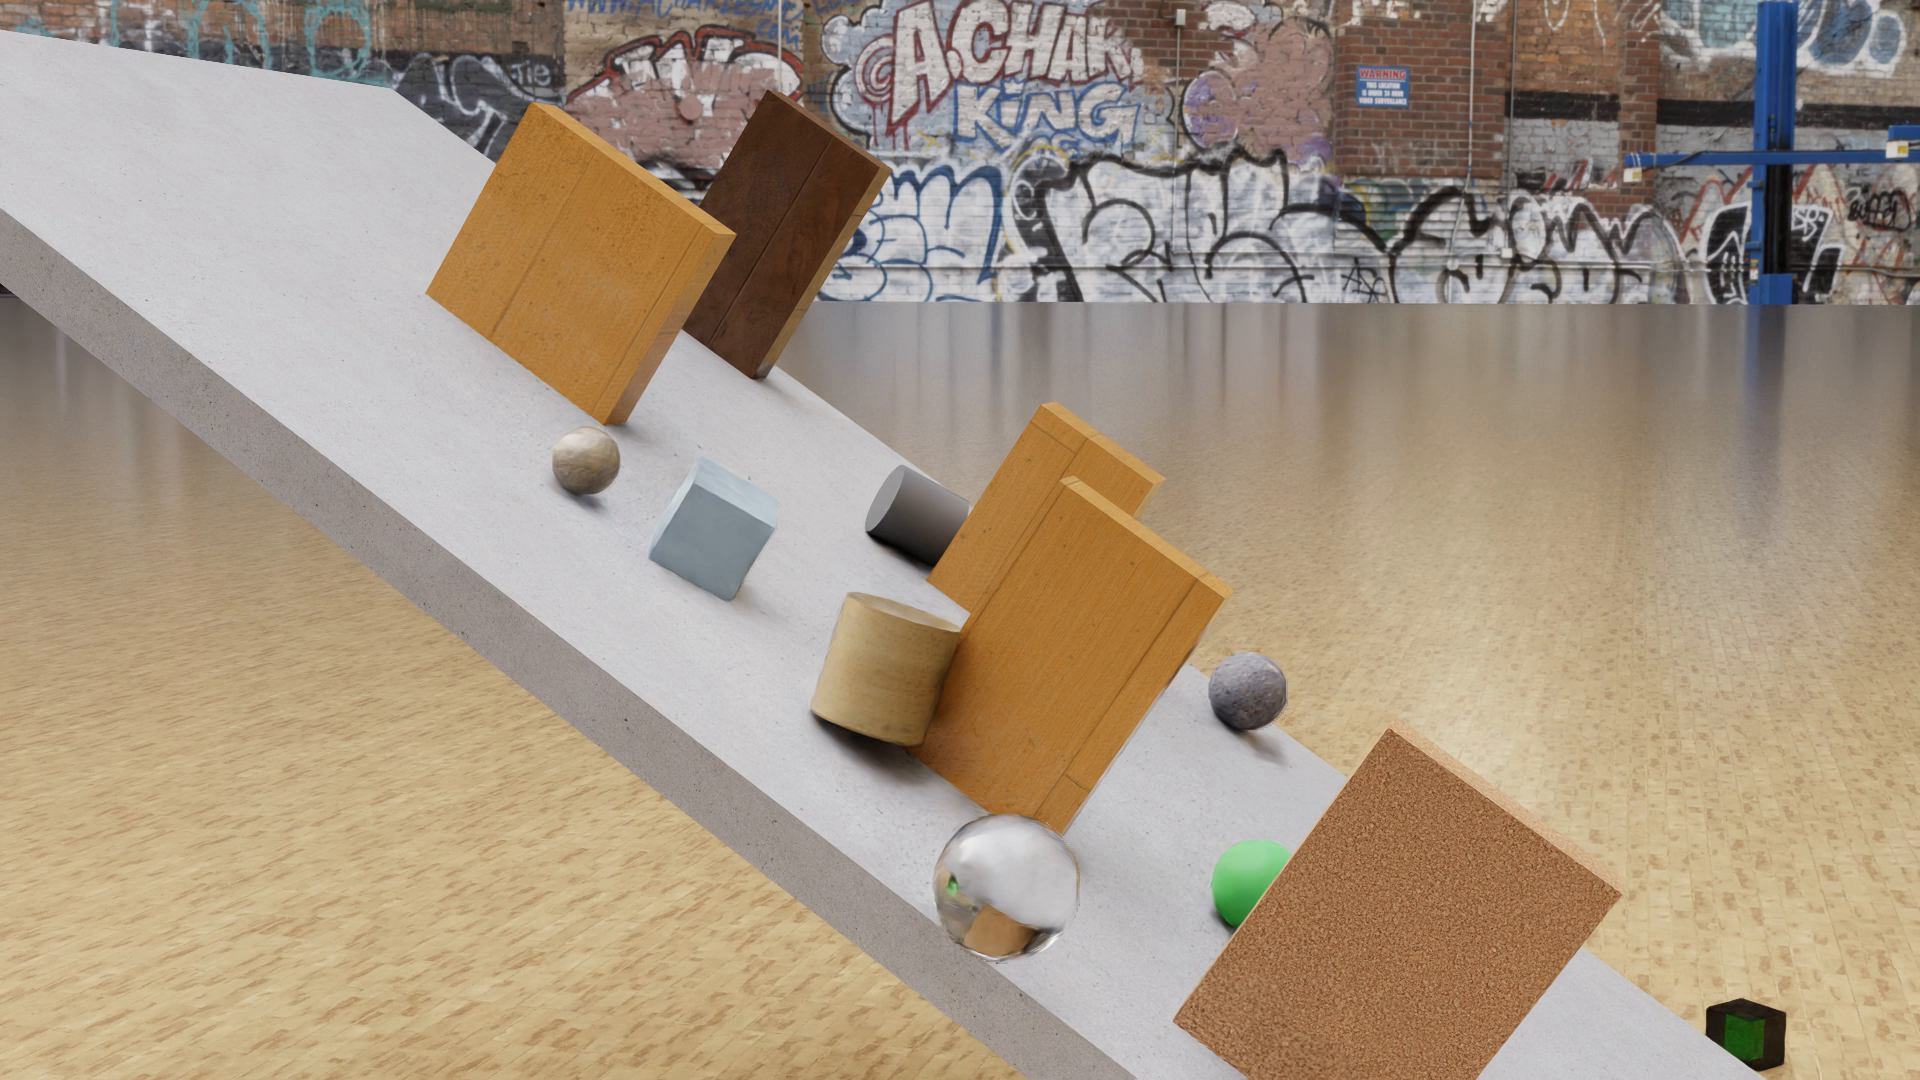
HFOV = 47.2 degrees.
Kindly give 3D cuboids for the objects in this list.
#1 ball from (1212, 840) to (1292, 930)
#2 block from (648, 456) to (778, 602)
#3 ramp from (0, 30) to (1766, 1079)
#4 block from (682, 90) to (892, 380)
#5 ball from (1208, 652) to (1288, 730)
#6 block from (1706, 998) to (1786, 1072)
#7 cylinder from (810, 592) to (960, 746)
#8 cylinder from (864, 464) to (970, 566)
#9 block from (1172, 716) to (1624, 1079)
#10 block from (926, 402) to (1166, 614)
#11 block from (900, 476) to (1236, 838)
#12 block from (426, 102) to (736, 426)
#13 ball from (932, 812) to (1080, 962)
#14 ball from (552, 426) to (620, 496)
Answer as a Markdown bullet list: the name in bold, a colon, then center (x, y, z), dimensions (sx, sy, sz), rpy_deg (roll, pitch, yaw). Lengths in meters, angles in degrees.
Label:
- **ball**: center (0.501, 0.581, 3.685), dimensions (0.159, 0.159, 0.159), rpy_deg (0, 7, 0)
- **block**: center (-0.414, -0.020, 3.705), dimensions (0.154, 0.154, 0.154), rpy_deg (30, 15, -12)
- **ramp**: center (-0.120, 0.204, 4.096), dimensions (4.000, 0.100, 2.000), rpy_deg (36, 15, 10)
- **block**: center (-0.435, -0.683, 4.944), dimensions (0.315, 0.559, 0.088), rpy_deg (36, 15, 10)
- **ball**: center (0.615, 0.322, 4.703), dimensions (0.168, 0.168, 0.168), rpy_deg (0, 7, 0)
- **block**: center (1.846, 1.166, 5.170), dimensions (0.126, 0.126, 0.126), rpy_deg (-4, 8, -33)
- **cylinder**: center (-0.118, 0.201, 3.459), dimensions (0.189, 0.189, 0.189), rpy_deg (18, 5, -2)
- **cylinder**: center (-0.087, -0.049, 4.460), dimensions (0.154, 0.154, 0.154), rpy_deg (29, -1, -16)
- **block**: center (0.622, 0.590, 3.157), dimensions (0.386, 0.547, 0.087), rpy_deg (36, 15, 10)
- **block**: center (0.170, -0.020, 4.365), dimensions (0.271, 0.426, 0.117), rpy_deg (36, 15, 10)
- **block**: center (0.159, 0.199, 3.504), dimensions (0.316, 0.510, 0.090), rpy_deg (36, 15, 10)
- **block**: center (-0.714, -0.517, 4.124), dimensions (0.441, 0.423, 0.095), rpy_deg (36, 15, 10)
- **ball**: center (0.063, 0.478, 3.033), dimensions (0.203, 0.203, 0.203), rpy_deg (0, 7, 0)
- **ball**: center (-0.629, -0.133, 3.697), dimensions (0.115, 0.115, 0.115), rpy_deg (0, 7, 0)
